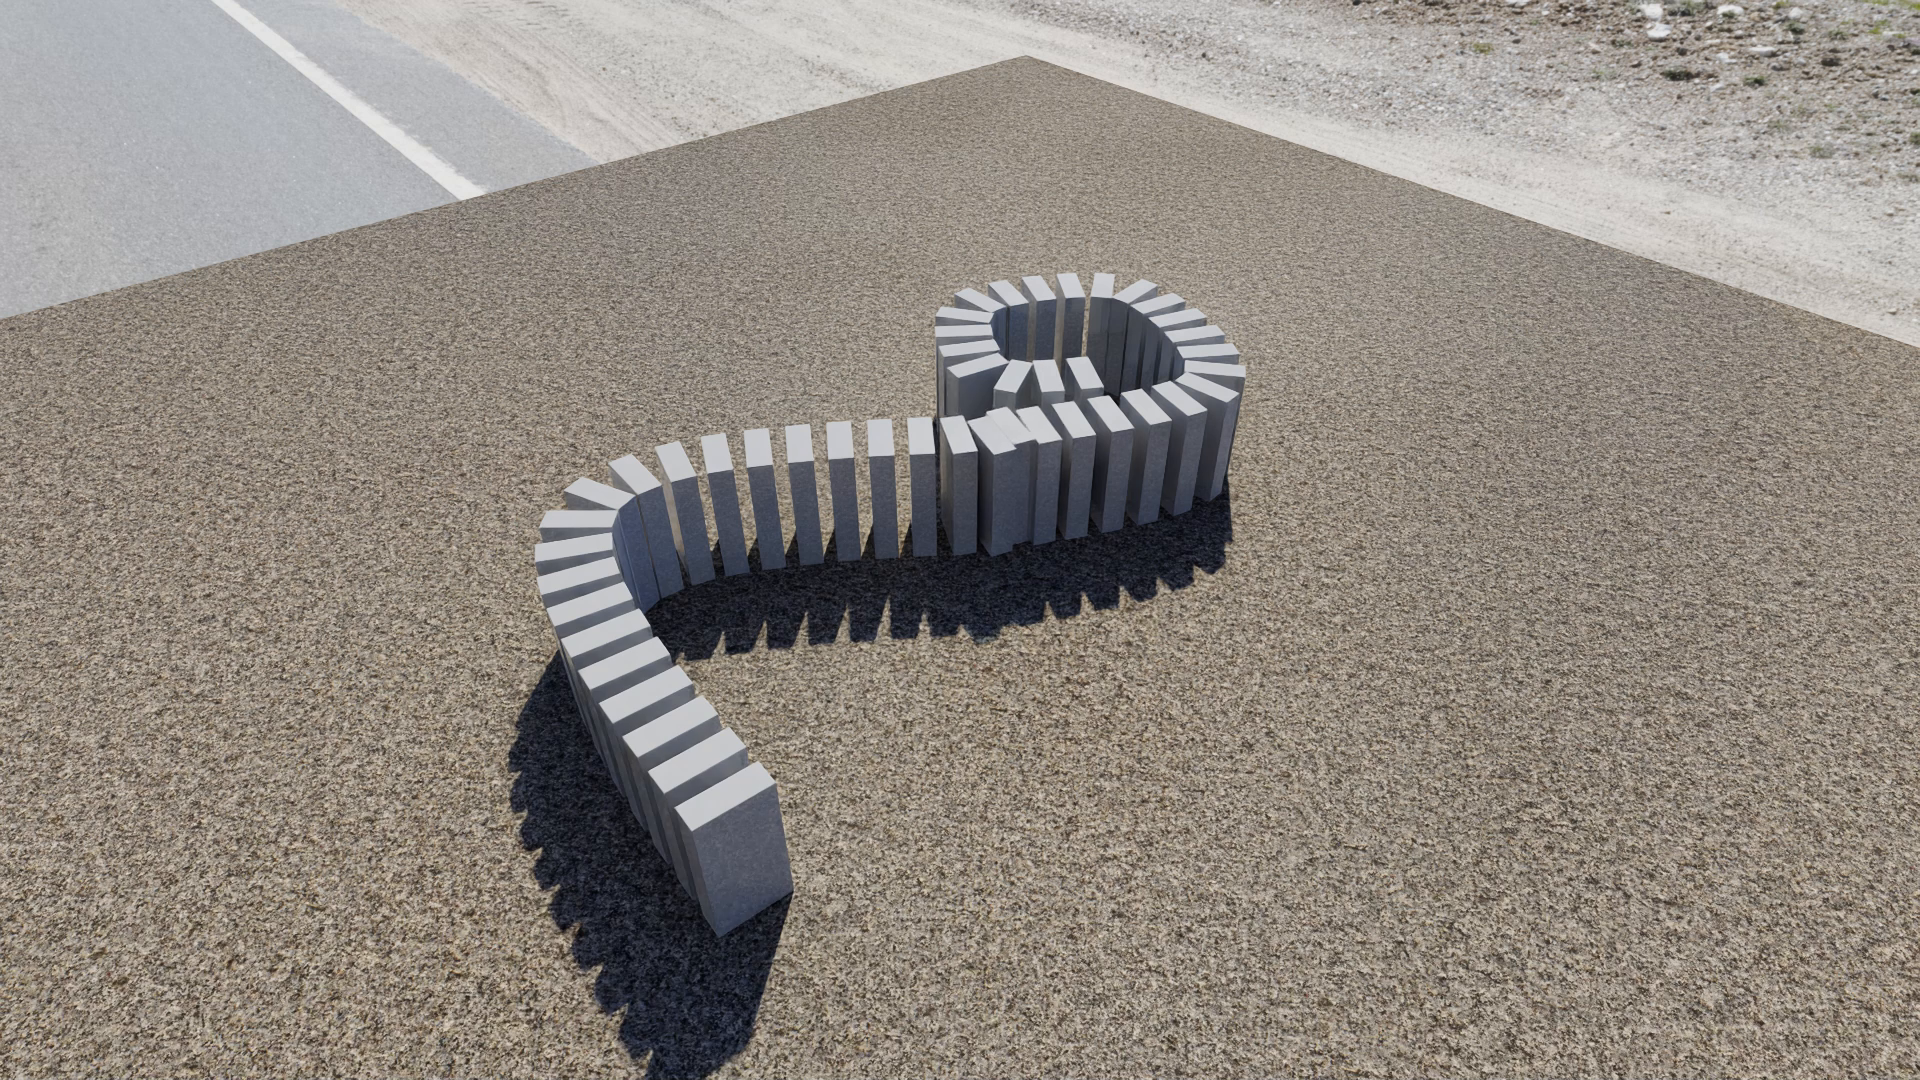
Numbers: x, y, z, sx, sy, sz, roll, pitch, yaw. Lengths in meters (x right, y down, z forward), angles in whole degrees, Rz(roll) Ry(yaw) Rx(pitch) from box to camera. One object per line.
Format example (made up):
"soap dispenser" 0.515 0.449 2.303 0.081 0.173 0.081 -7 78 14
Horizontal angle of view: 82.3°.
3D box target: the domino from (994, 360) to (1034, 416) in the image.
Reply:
"domino" 0.022 -0.049 0.471 0.009 0.050 0.025 12 41 15

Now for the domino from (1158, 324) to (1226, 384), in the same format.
"domino" 0.103 -0.071 0.499 0.025 0.050 0.009 -10 40 -12

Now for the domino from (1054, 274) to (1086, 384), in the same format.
"domino" 0.052 -0.101 0.535 0.009 0.050 0.025 -4 39 -5

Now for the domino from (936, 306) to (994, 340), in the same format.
"domino" 0.002 -0.082 0.512 0.025 0.050 0.010 10 40 12

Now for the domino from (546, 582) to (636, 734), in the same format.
"domino" -0.117 0.039 0.363 0.025 0.050 0.010 -21 44 -23

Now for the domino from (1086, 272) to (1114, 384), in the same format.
"domino" 0.067 -0.101 0.535 0.009 0.050 0.025 7 40 8

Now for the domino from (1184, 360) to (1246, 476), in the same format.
"domino" 0.107 -0.052 0.475 0.025 0.050 0.010 7 40 8

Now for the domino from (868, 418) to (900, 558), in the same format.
"domino" -0.030 -0.020 0.436 0.010 0.050 0.025 -3 39 -4

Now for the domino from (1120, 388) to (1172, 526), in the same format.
"domino" 0.074 -0.034 0.453 0.010 0.050 0.025 -13 41 -16

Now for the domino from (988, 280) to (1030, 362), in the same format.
"domino" 0.022 -0.096 0.529 0.010 0.050 0.025 -15 42 -18

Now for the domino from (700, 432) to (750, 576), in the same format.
"domino" -0.091 -0.013 0.428 0.010 0.050 0.025 -10 40 -12

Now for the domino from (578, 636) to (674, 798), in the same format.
"domino" -0.100 0.056 0.343 0.025 0.050 0.009 -24 45 -27

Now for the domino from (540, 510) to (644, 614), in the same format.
"domino" -0.132 0.012 0.397 0.025 0.050 0.009 0 39 0

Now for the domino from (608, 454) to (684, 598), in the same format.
"domino" -0.119 -0.005 0.417 0.010 0.050 0.025 -27 46 -29

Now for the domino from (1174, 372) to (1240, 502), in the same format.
"domino" 0.101 -0.043 0.464 0.025 0.050 0.009 30 48 31

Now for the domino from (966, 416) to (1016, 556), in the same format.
"domino" 0.012 -0.021 0.437 0.009 0.050 0.025 -16 42 -19

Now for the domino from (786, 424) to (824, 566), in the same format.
"domino" -0.061 -0.017 0.433 0.009 0.050 0.025 -6 40 -7

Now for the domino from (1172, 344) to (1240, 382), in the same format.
"domino" 0.106 -0.062 0.487 0.025 0.050 0.010 -5 40 -6

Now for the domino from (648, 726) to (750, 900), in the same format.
"domino" -0.071 0.079 0.315 0.025 0.050 0.010 -27 47 -29

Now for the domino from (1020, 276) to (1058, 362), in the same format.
"domino" 0.037 -0.099 0.532 0.010 0.050 0.025 -9 40 -11

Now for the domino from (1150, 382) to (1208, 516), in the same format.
"domino" 0.088 -0.038 0.457 0.009 0.050 0.025 -18 43 -21

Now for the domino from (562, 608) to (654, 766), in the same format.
"domino" -0.109 0.048 0.353 0.025 0.050 0.009 -23 45 -25

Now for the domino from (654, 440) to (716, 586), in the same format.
"domino" -0.106 -0.010 0.424 0.009 0.050 0.025 -17 42 -20

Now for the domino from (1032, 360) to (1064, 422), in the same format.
"domino" 0.037 -0.049 0.471 0.009 0.050 0.025 -4 39 -4

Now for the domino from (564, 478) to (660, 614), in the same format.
"domino" -0.129 0.003 0.408 0.025 0.050 0.009 18 43 21

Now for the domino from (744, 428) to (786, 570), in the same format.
"domino" -0.076 -0.016 0.431 0.009 0.050 0.025 -7 40 -9

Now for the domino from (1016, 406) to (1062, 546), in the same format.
"domino" 0.030 -0.025 0.443 0.010 0.050 0.025 -12 41 -14

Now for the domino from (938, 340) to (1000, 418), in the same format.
"domino" 0.004 -0.063 0.489 0.025 0.050 0.009 -9 40 -11

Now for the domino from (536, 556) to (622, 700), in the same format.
"domino" -0.124 0.031 0.374 0.025 0.050 0.010 -17 42 -19

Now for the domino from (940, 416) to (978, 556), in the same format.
"domino" -0.001 -0.021 0.437 0.009 0.050 0.025 -8 40 -10

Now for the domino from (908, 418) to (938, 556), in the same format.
"domino" -0.015 -0.021 0.437 0.009 0.050 0.025 -3 39 -3

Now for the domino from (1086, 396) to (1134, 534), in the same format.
"domino" 0.059 -0.031 0.449 0.009 0.050 0.025 -11 41 -13

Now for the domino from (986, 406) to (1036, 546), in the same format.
"domino" 0.019 -0.025 0.442 0.009 0.050 0.025 -16 42 -18

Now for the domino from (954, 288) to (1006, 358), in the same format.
"domino" 0.009 -0.091 0.523 0.010 0.050 0.025 -30 48 -31

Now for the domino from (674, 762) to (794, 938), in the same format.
"domino" -0.062 0.087 0.306 0.025 0.050 0.010 -27 46 -29

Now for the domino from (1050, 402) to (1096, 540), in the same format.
"domino" 0.044 -0.028 0.445 0.010 0.050 0.025 -10 40 -12

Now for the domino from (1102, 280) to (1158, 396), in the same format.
"domino" 0.082 -0.097 0.530 0.009 0.050 0.025 29 47 31

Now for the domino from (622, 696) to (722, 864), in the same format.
"domino" -0.081 0.071 0.324 0.025 0.050 0.010 -27 46 -29

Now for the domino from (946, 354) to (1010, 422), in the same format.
"domino" 0.008 -0.054 0.477 0.025 0.050 0.009 -20 43 -23

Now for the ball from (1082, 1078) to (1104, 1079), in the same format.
"ball" 0.027 0.147 0.209 0.080 0.080 0.080 0 39 0

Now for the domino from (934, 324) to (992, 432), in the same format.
"domino" 0.002 -0.073 0.500 0.025 0.050 0.009 -3 39 -3

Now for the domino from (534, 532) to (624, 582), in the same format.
"domino" -0.130 0.022 0.385 0.025 0.050 0.009 -10 40 -12

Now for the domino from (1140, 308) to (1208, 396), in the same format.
"domino" 0.098 -0.081 0.510 0.025 0.050 0.009 -15 42 -17

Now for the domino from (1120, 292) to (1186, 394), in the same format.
"domino" 0.091 -0.089 0.521 0.025 0.050 0.009 -21 44 -23

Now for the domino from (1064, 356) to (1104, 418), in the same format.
"domino" 0.052 -0.050 0.473 0.010 0.050 0.025 -6 40 -8

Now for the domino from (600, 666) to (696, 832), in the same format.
"domino" -0.091 0.064 0.334 0.025 0.050 0.009 -26 46 -28

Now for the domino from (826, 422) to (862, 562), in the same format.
"domino" -0.046 -0.019 0.434 0.009 0.050 0.025 -5 40 -5
